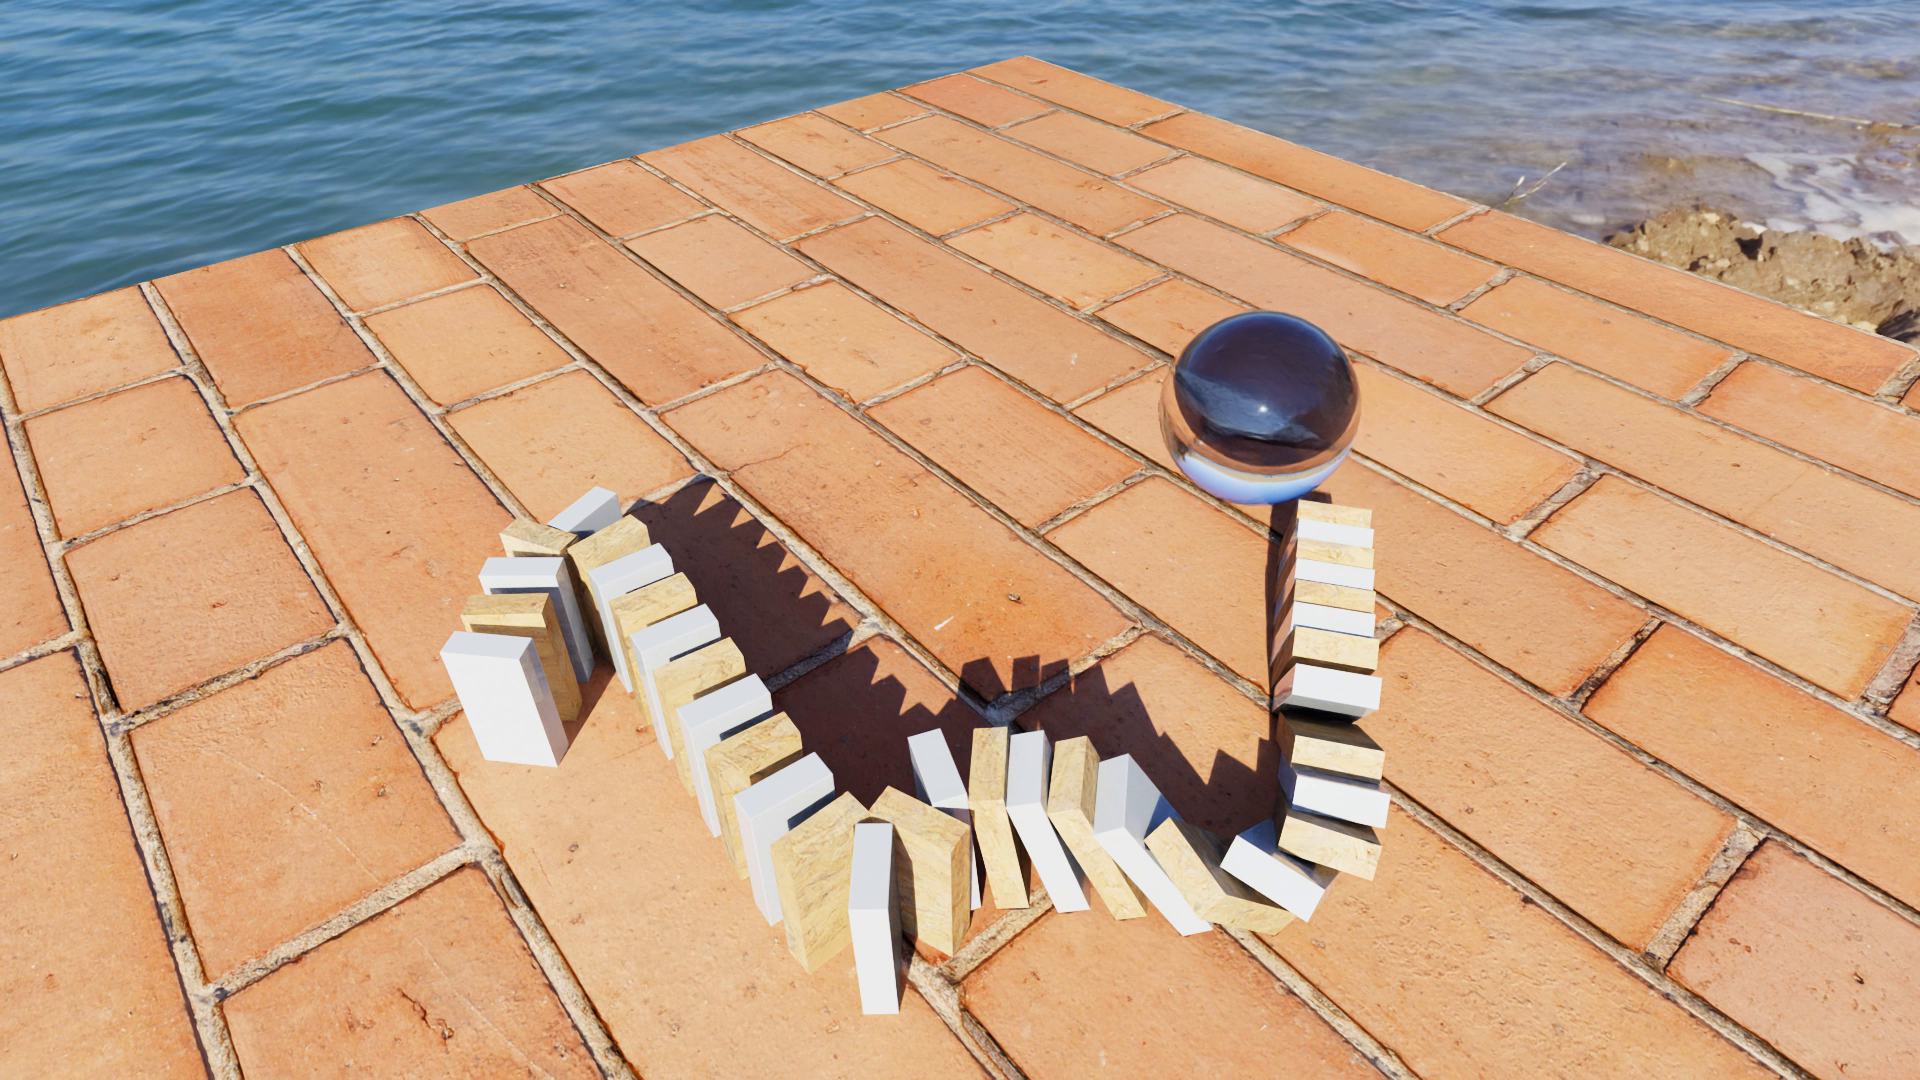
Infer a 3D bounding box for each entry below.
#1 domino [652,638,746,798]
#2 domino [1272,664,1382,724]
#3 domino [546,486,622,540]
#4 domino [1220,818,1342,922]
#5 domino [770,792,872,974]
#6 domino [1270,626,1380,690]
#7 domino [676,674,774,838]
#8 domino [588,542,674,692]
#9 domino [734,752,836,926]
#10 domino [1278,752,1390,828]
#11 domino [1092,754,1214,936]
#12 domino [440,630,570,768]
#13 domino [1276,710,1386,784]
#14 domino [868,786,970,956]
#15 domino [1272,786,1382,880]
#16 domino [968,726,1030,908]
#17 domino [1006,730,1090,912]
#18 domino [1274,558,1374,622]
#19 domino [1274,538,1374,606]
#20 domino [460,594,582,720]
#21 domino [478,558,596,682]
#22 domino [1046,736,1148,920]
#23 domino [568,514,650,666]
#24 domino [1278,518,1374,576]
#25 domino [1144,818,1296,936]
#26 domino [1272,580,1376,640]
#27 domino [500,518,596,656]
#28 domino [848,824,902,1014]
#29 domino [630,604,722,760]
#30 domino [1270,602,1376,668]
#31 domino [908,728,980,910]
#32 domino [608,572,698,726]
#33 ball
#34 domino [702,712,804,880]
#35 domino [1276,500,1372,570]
[{"bbox_3d":[-0.078,0.056,0.343,0.025,0.050,0.010,-23,45,-25],"label":"domino"},{"bbox_3d":[0.117,0.050,0.353,0.025,0.050,0.009,9,76,11],"label":"domino"},{"bbox_3d":[-0.133,0.008,0.402,0.009,0.050,0.025,19,43,21],"label":"domino"},{"bbox_3d":[0.091,0.091,0.307,0.025,0.009,0.050,29,5,26],"label":"domino"},{"bbox_3d":[-0.036,0.093,0.297,0.025,0.050,0.010,-30,48,-31],"label":"domino"},{"bbox_3d":[0.119,0.042,0.363,0.025,0.050,0.009,9,72,11],"label":"domino"},{"bbox_3d":[-0.068,0.066,0.332,0.025,0.050,0.009,-23,45,-26],"label":"domino"},{"bbox_3d":[-0.109,0.027,0.378,0.025,0.050,0.010,-24,45,-27],"label":"domino"},{"bbox_3d":[-0.047,0.084,0.308,0.025,0.050,0.010,-25,46,-27],"label":"domino"},{"bbox_3d":[0.111,0.074,0.330,0.025,0.009,0.050,10,0,12],"label":"domino"},{"bbox_3d":[0.055,0.086,0.309,0.009,0.050,0.025,-24,30,28],"label":"domino"},{"bbox_3d":[-0.143,0.051,0.349,0.025,0.050,0.010,5,40,6],"label":"domino"},{"bbox_3d":[0.114,0.064,0.343,0.025,0.010,0.050,9,1,11],"label":"domino"},{"bbox_3d":[-0.011,0.091,0.300,0.025,0.050,0.009,21,44,23],"label":"domino"},{"bbox_3d":[0.105,0.083,0.317,0.025,0.010,0.050,15,2,15],"label":"domino"},{"bbox_3d":[0.012,0.080,0.313,0.010,0.050,0.025,-5,39,10],"label":"domino"},{"bbox_3d":[0.026,0.081,0.313,0.009,0.050,0.025,-12,37,16],"label":"domino"},{"bbox_3d":[0.127,0.021,0.388,0.025,0.050,0.009,9,71,11],"label":"domino"},{"bbox_3d":[0.130,0.014,0.396,0.025,0.050,0.009,9,71,10],"label":"domino"},{"bbox_3d":[-0.144,0.040,0.363,0.025,0.050,0.010,-1,39,-2],"label":"domino"},{"bbox_3d":[-0.144,0.028,0.377,0.025,0.050,0.010,0,39,0],"label":"domino"},{"bbox_3d":[0.040,0.082,0.312,0.010,0.050,0.025,-16,34,23],"label":"domino"},{"bbox_3d":[-0.120,0.018,0.389,0.010,0.050,0.025,30,48,31],"label":"domino"},{"bbox_3d":[0.133,0.007,0.404,0.025,0.050,0.009,9,71,11],"label":"domino"},{"bbox_3d":[0.073,0.093,0.302,0.009,0.050,0.025,-47,48,12],"label":"domino"},{"bbox_3d":[0.124,0.028,0.379,0.025,0.050,0.009,9,71,11],"label":"domino"},{"bbox_3d":[-0.144,0.017,0.390,0.025,0.050,0.009,15,42,17],"label":"domino"},{"bbox_3d":[-0.022,0.100,0.289,0.009,0.050,0.025,-1,39,1],"label":"domino"},{"bbox_3d":[-0.088,0.046,0.355,0.025,0.050,0.009,-23,45,-26],"label":"domino"},{"bbox_3d":[0.121,0.035,0.371,0.025,0.050,0.009,9,72,11],"label":"domino"},{"bbox_3d":[-0.004,0.080,0.312,0.009,0.050,0.025,-14,38,-11],"label":"domino"},{"bbox_3d":[-0.098,0.037,0.367,0.025,0.050,0.009,-23,45,-26],"label":"domino"},{"bbox_3d":[0.123,-0.054,0.454,0.080,0.080,0.080,0,39,0],"label":"ball"},{"bbox_3d":[-0.058,0.075,0.320,0.025,0.050,0.009,-24,45,-26],"label":"domino"},{"bbox_3d":[0.136,0.000,0.413,0.025,0.050,0.010,9,71,11],"label":"domino"}]
